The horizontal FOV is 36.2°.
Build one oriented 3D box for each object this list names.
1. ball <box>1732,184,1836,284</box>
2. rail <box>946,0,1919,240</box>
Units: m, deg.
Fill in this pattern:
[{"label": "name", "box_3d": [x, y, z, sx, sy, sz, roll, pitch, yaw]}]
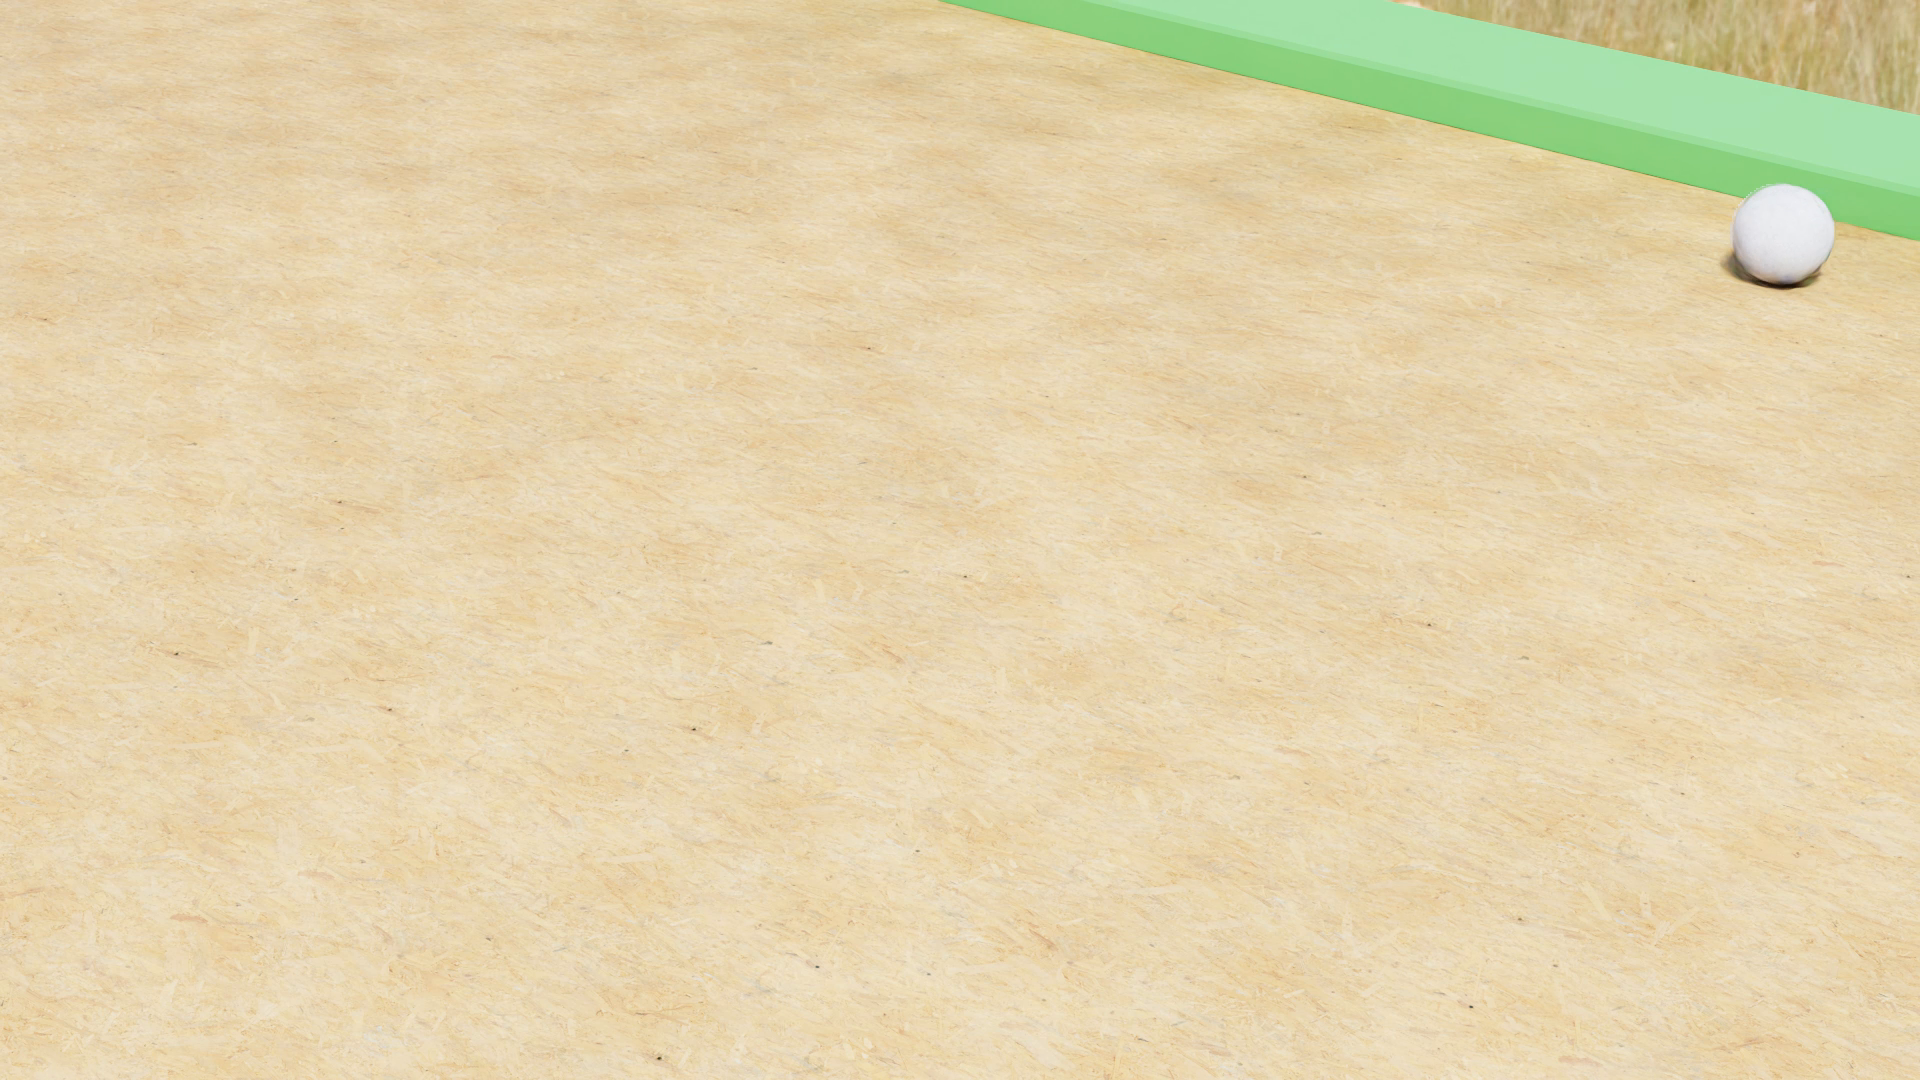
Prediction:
[{"label": "ball", "box_3d": [0.809, -0.300, 2.889, 0.098, 0.098, 0.098, 0, 24, 0]}, {"label": "rail", "box_3d": [0.095, -0.720, 3.783, 4.480, 0.127, 0.045, 22, 33, 40]}]
